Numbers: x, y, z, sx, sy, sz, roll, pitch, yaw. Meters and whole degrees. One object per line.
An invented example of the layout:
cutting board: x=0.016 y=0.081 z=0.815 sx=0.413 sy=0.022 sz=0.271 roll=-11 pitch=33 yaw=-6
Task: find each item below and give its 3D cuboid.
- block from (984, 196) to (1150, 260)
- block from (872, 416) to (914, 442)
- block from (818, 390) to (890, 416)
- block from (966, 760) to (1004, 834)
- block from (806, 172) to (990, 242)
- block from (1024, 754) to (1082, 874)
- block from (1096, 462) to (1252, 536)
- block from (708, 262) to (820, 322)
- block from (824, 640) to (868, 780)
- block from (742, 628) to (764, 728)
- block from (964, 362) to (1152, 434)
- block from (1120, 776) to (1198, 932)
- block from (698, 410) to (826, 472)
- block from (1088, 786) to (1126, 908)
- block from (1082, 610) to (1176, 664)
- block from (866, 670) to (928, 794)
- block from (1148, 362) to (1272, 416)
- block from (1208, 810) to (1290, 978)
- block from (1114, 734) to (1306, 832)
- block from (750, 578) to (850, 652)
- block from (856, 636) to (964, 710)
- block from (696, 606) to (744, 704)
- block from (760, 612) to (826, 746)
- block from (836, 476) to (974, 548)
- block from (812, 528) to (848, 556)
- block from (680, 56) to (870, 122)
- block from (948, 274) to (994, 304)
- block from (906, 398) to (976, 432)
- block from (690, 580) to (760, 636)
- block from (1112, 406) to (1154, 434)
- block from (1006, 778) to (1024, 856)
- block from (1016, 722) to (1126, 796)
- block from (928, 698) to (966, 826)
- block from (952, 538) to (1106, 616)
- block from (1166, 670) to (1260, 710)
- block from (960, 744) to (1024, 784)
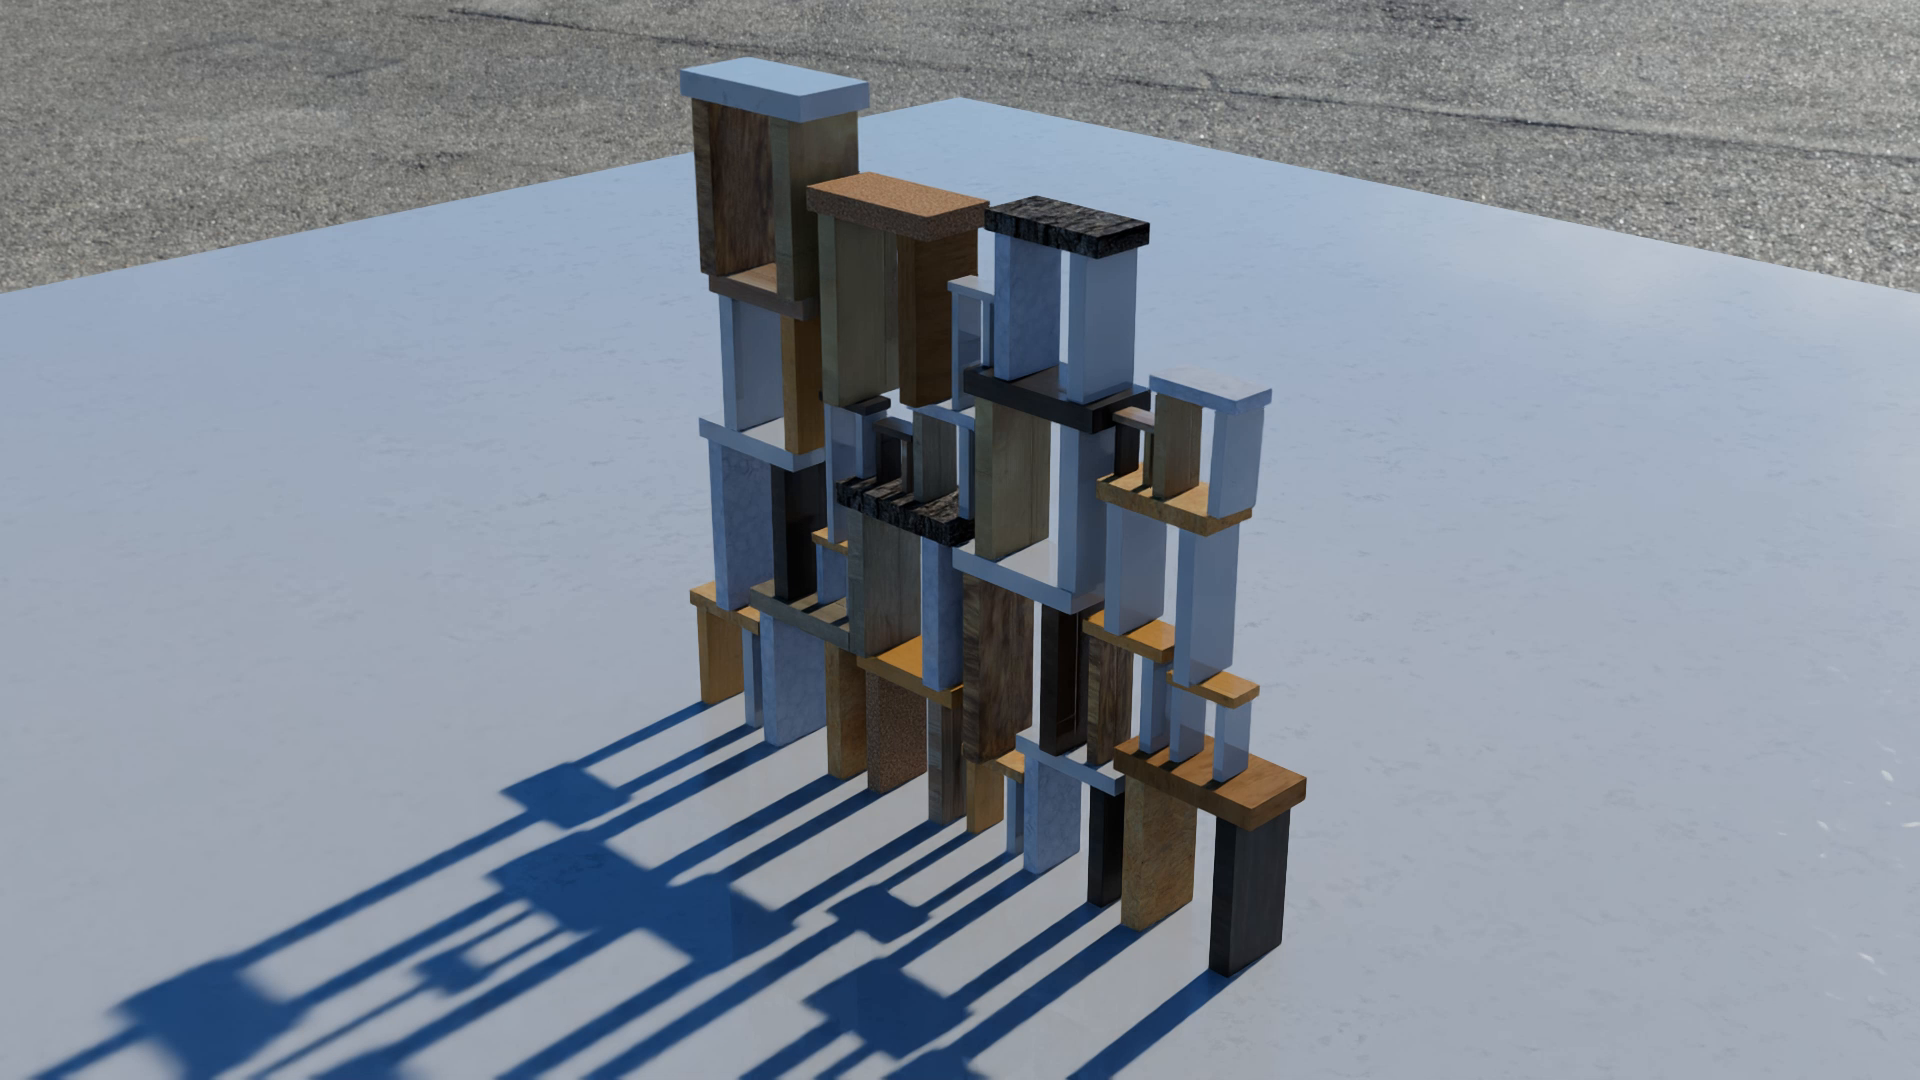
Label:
block: x=0.183 y=-0.541 z=3.794 sx=0.265 sy=0.037 sz=0.132 roll=21 pitch=31 yaw=40
block: x=-0.114 y=-0.214 z=4.259 sx=0.106 sy=0.015 sz=0.053 roll=20 pitch=30 yaw=39
block: x=-0.207 y=-0.277 z=4.328 sx=0.135 sy=0.019 sz=0.068 roll=21 pitch=31 yaw=40
block: x=0.051 y=0.496 z=4.380 sx=0.023 sy=0.166 sz=0.083 roll=21 pitch=31 yaw=41
block: x=-0.118 y=-0.622 z=4.092 sx=0.324 sy=0.046 sz=0.162 roll=21 pitch=31 yaw=40
block: x=0.179 y=0.509 z=4.242 sx=0.035 sy=0.249 sz=0.125 roll=21 pitch=31 yaw=41
block: x=0.369 y=-0.072 z=3.794 sx=0.123 sy=0.035 sz=0.247 roll=-21 pitch=31 yaw=-41
block: x=-0.356 y=-0.503 z=4.395 sx=0.286 sy=0.041 sz=0.143 roll=21 pitch=32 yaw=40
block: x=-0.207 y=0.332 z=4.585 sx=0.044 sy=0.308 sz=0.154 roll=21 pitch=31 yaw=41
block: x=-0.417 y=0.283 z=4.797 sx=0.033 sy=0.231 sz=0.116 roll=21 pitch=31 yaw=41
block: x=0.171 y=-0.267 z=3.929 sx=0.311 sy=0.044 sz=0.156 roll=21 pitch=31 yaw=40
block: x=0.370 y=0.552 z=4.060 sx=0.044 sy=0.313 sz=0.157 roll=21 pitch=31 yaw=41
block: x=-0.389 y=-0.217 z=4.560 sx=0.297 sy=0.042 sz=0.148 roll=21 pitch=31 yaw=40
block: x=0.297 y=0.555 z=4.134 sx=0.035 sy=0.249 sz=0.125 roll=21 pitch=31 yaw=41
block: x=0.320 y=0.167 z=3.941 sx=0.093 sy=0.026 sz=0.186 roll=-21 pitch=31 yaw=-41
block: x=-0.130 y=0.374 z=4.531 sx=0.039 sy=0.272 sz=0.136 roll=21 pitch=31 yaw=41
block: x=0.416 y=-0.251 z=3.657 sx=0.094 sy=0.027 sz=0.187 roll=-21 pitch=30 yaw=-40
block: x=0.517 y=0.609 z=3.924 sx=0.044 sy=0.313 sz=0.157 roll=21 pitch=31 yaw=41
block: x=0.443 y=0.416 z=3.922 sx=0.313 sy=0.044 sz=0.157 roll=21 pitch=31 yaw=41
block: x=-0.279 y=0.142 z=4.583 sx=0.308 sy=0.044 sz=0.154 roll=21 pitch=31 yaw=41
block: x=-0.065 y=0.256 z=4.412 sx=0.272 sy=0.039 sz=0.136 roll=21 pitch=31 yaw=40
block: x=-0.526 y=0.241 z=4.898 sx=0.033 sy=0.231 sz=0.116 roll=21 pitch=31 yaw=41
block: x=-0.352 y=0.275 z=4.718 sx=0.044 sy=0.308 sz=0.154 roll=21 pitch=31 yaw=41
block: x=-0.076 y=-0.072 z=4.272 sx=0.315 sy=0.045 sz=0.157 roll=21 pitch=31 yaw=41
block: x=-0.233 y=0.003 z=4.486 sx=0.134 sy=0.019 sz=0.067 roll=21 pitch=31 yaw=41
block: x=-0.360 y=-0.871 z=4.243 sx=0.353 sy=0.050 sz=0.176 roll=21 pitch=32 yaw=40
block: x=0.041 y=-0.454 z=3.981 sx=0.060 sy=0.017 sz=0.121 roll=-21 pitch=31 yaw=-40
block: x=-0.005 y=-0.249 z=4.135 sx=0.182 sy=0.026 sz=0.091 roll=21 pitch=31 yaw=40
block: x=-0.471 y=0.140 z=4.796 sx=0.231 sy=0.033 sz=0.116 roll=21 pitch=31 yaw=40
block: x=0.316 y=-0.207 z=3.795 sx=0.049 sy=0.014 sz=0.099 roll=-22 pitch=31 yaw=-40
block: x=0.129 y=0.526 z=4.308 sx=0.023 sy=0.166 sz=0.083 roll=21 pitch=31 yaw=41
block: x=0.238 y=0.401 z=4.132 sx=0.249 sy=0.035 sz=0.125 roll=21 pitch=31 yaw=41
block: x=-0.002 y=0.424 z=4.413 sx=0.039 sy=0.272 sz=0.136 roll=21 pitch=31 yaw=41
block: x=0.145 y=0.052 z=4.084 sx=0.301 sy=0.043 sz=0.150 roll=21 pitch=31 yaw=40
block: x=0.442 y=0.252 z=3.847 sx=0.148 sy=0.021 sz=0.074 roll=21 pitch=30 yaw=40
block: x=0.090 y=0.424 z=4.307 sx=0.083 sy=0.023 sz=0.166 roll=-21 pitch=31 yaw=-40
